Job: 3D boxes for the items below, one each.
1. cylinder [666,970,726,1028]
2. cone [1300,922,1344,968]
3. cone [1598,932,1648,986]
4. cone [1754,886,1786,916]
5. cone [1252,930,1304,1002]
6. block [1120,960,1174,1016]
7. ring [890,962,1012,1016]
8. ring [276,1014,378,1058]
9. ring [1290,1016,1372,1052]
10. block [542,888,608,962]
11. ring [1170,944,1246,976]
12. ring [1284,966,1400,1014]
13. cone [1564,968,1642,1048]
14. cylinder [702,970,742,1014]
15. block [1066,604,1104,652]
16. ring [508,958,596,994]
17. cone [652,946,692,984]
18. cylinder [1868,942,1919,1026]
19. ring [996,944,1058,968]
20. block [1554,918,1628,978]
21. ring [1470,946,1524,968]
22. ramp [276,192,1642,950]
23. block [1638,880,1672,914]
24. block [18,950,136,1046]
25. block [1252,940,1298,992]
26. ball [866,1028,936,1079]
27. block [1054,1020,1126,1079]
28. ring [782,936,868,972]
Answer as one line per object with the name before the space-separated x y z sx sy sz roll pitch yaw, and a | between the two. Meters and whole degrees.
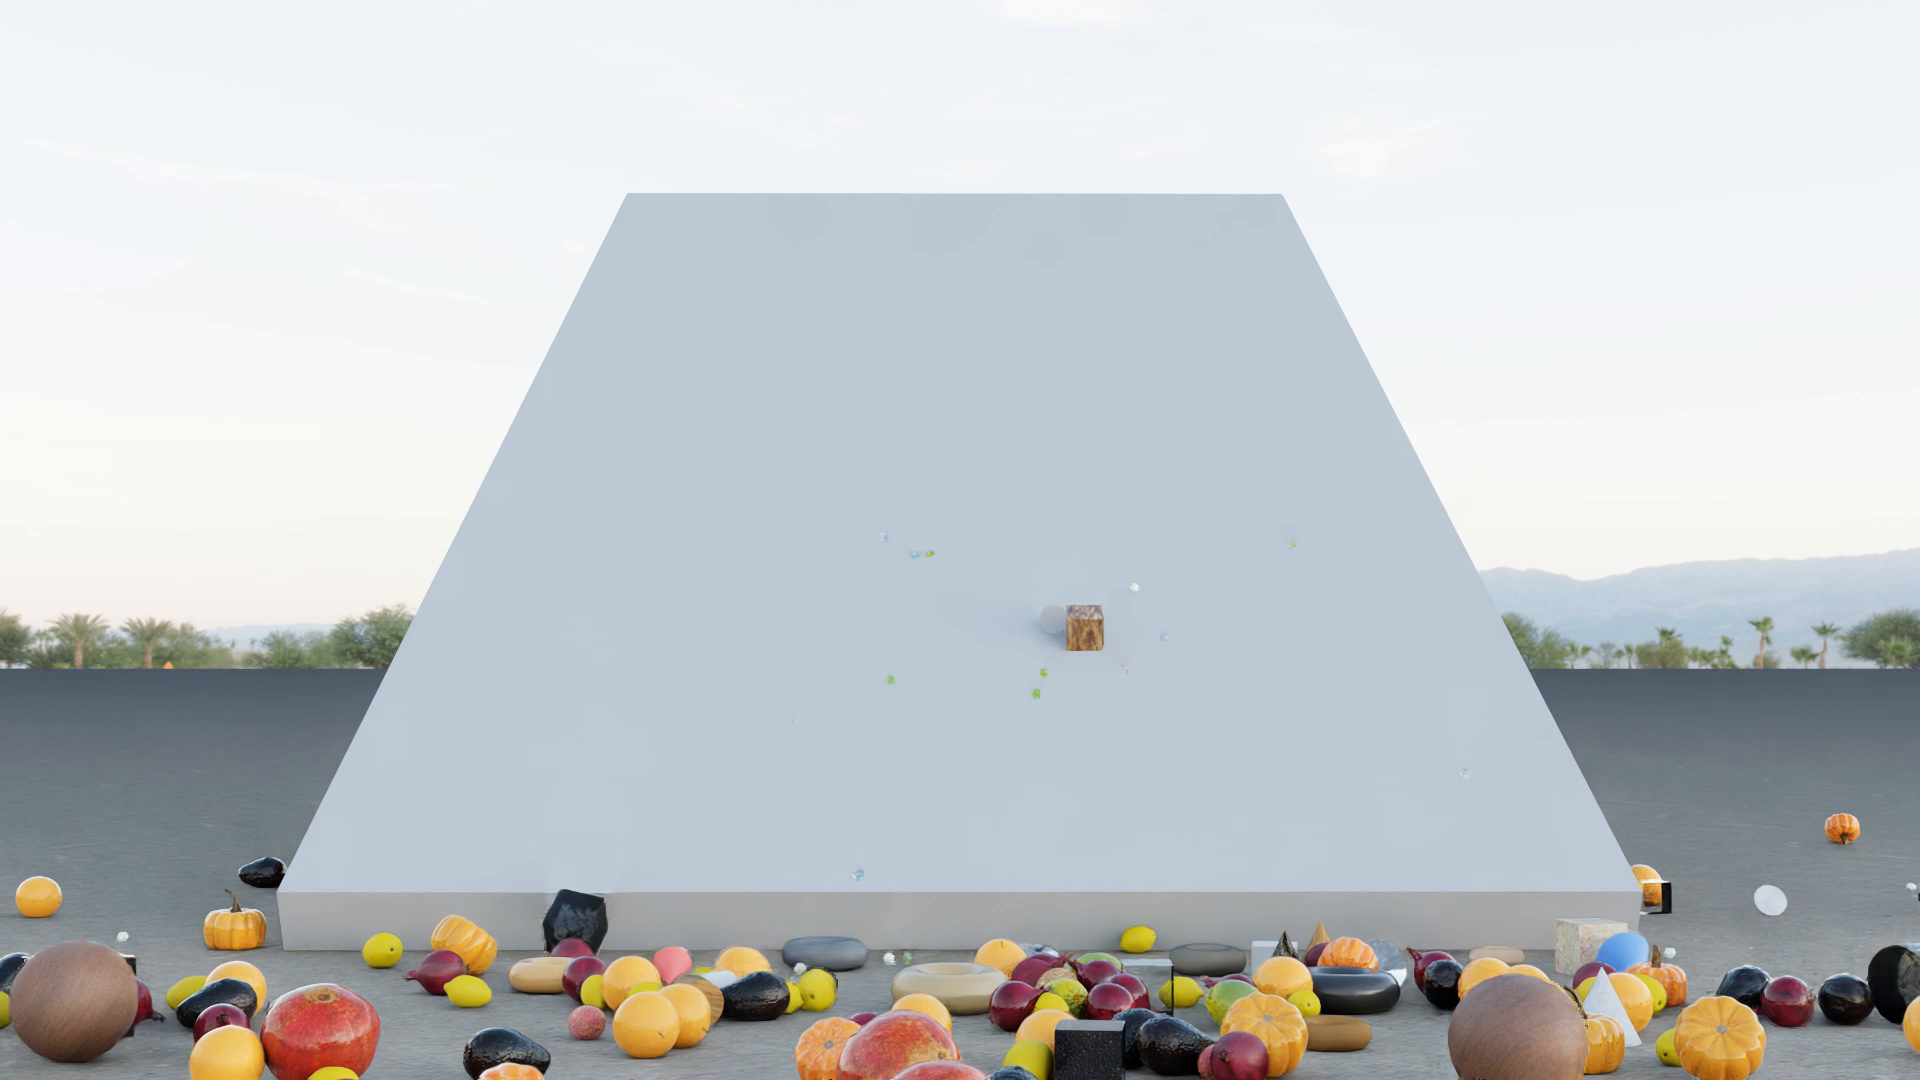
cylinder | -0.312 0.542 2.723 0.055 0.055 0.055 1 7 -25
cone | 0.484 0.551 3.106 0.079 0.079 0.079 0 -3 0
cone | 0.896 0.573 3.083 0.072 0.072 0.072 0 24 -6
cone | 1.368 0.621 3.927 0.054 0.054 0.054 0 -30 2
cone | 0.413 0.538 2.940 0.086 0.086 0.086 0 -3 0
block | 0.228 0.544 2.816 0.061 0.061 0.061 0 -3 2
ring | -0.011 0.552 2.844 0.148 0.049 0.148 0 -2 0
ring | -0.691 0.542 2.528 0.109 0.036 0.109 1 -3 0
ring | 0.411 0.547 2.564 0.089 0.030 0.089 -1 -2 0
block | -0.546 0.548 3.288 0.066 0.066 0.066 10 40 12
ring | 0.340 0.576 3.174 0.106 0.035 0.106 1 -2 0
ring | 0.471 0.554 2.849 0.141 0.047 0.141 0 -4 0
cone | 0.723 0.522 2.604 0.084 0.084 0.084 0 -3 0
cylinder | -0.299 0.548 2.792 0.052 0.052 0.052 -2 -4 33
block | 0.223 0.157 4.143 0.064 0.064 0.064 0 23 0
ring | -0.531 0.567 3.012 0.114 0.038 0.114 1 -3 0
cone | -0.385 0.577 3.075 0.052 0.052 0.052 0 24 -1
cylinder | 1.142 0.522 2.735 0.093 0.093 0.093 0 -3 -29
ring | 0.094 0.583 3.244 0.088 0.029 0.088 1 -4 0
block | 0.864 0.558 3.167 0.071 0.071 0.071 1 -3 -12
ring | 0.754 0.585 3.251 0.077 0.026 0.077 1 -4 0
ramp | -0.007 -0.226 5.245 2.000 0.100 4.000 0 23 0
block | 1.173 0.608 3.941 0.053 0.053 0.053 1 -3 -16
block | -1.004 0.520 2.631 0.091 0.091 0.091 -3 -4 42
block | 0.410 0.556 3.013 0.059 0.059 0.059 0 -3 8
ball | -0.057 0.511 2.262 0.068 0.068 0.068 0 -3 0
block | 0.129 0.514 2.293 0.066 0.066 0.066 0 -3 7
ring | -0.188 0.577 3.226 0.120 0.040 0.120 0 -4 0
